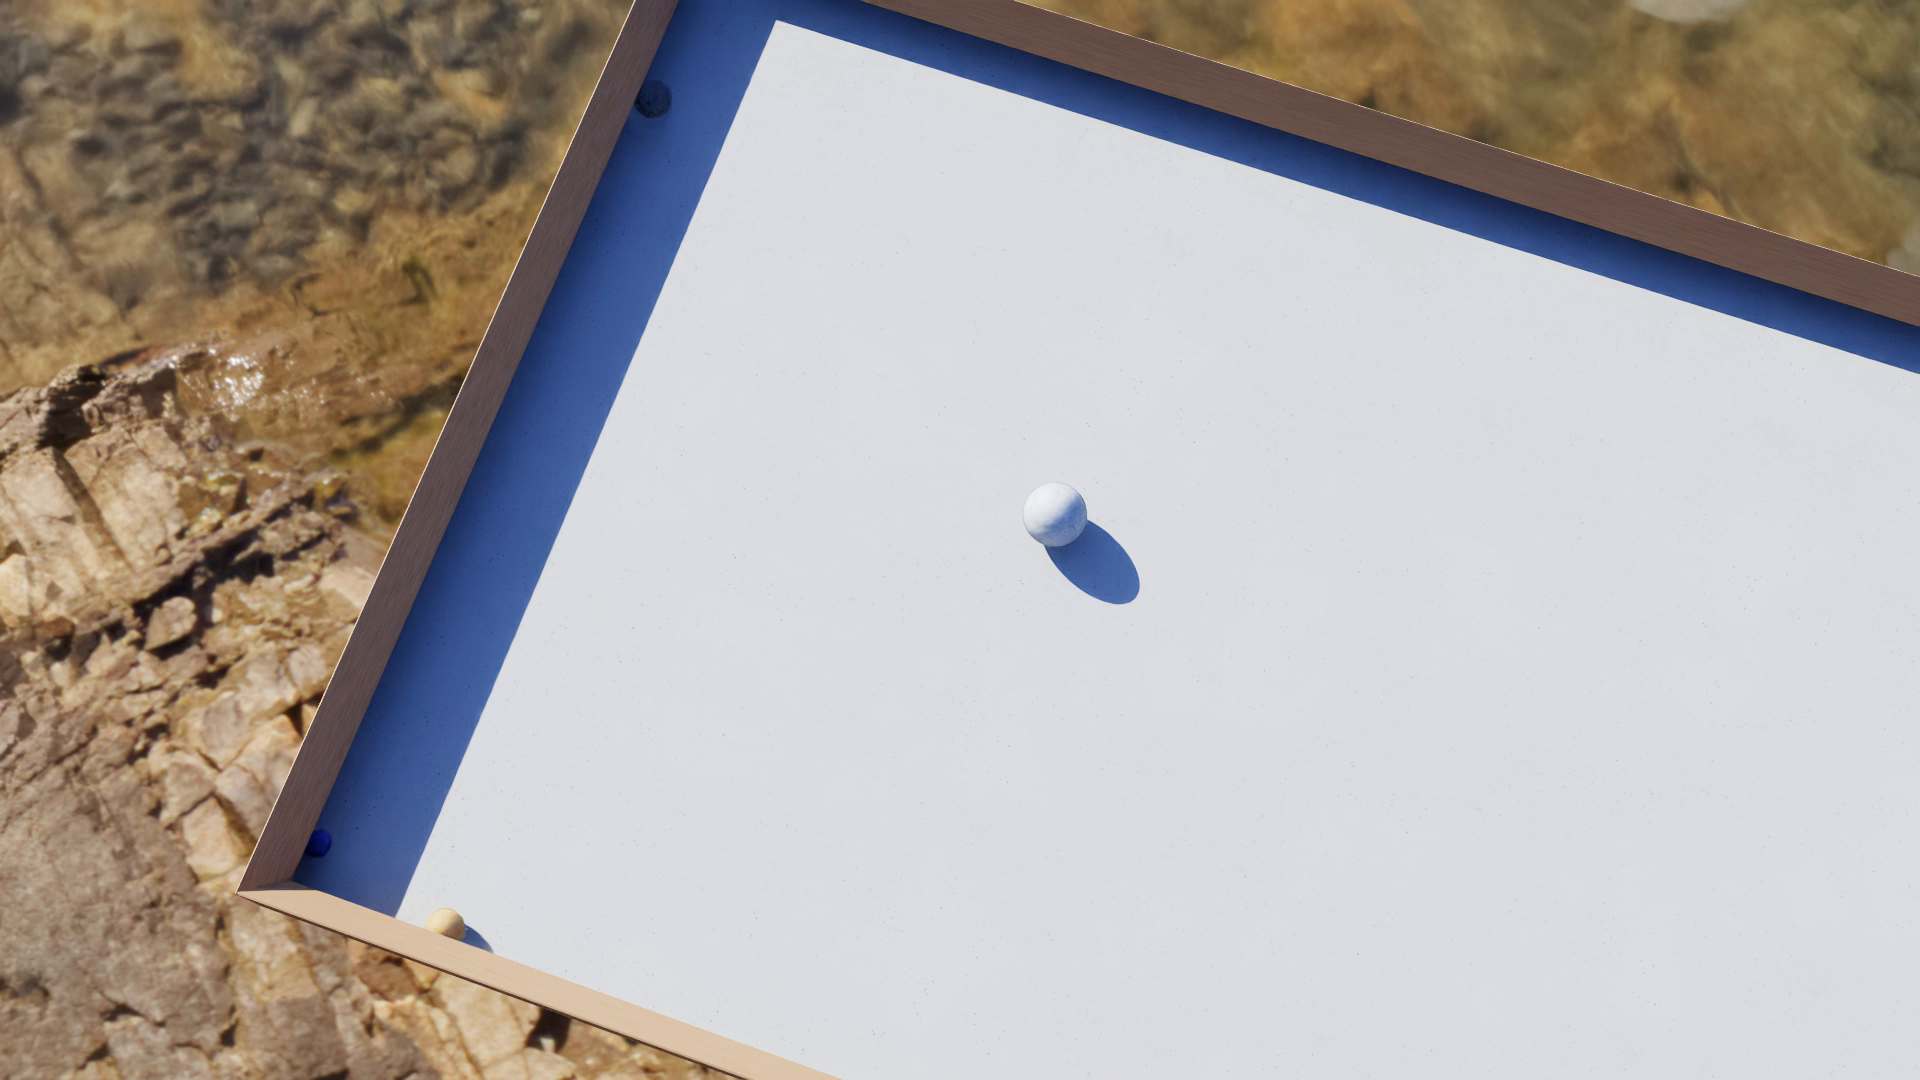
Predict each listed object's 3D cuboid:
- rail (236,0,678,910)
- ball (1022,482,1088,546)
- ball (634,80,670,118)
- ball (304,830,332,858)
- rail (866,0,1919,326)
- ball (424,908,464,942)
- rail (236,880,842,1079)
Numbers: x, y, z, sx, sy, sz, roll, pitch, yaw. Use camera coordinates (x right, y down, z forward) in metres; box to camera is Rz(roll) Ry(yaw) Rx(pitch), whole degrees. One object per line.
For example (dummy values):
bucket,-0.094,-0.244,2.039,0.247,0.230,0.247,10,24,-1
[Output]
rail,-0.726,-0.252,3.440,0.045,0.130,1.738,18,73,6
ball,0.146,-0.039,3.390,0.100,0.100,0.100,0,72,0
ball,-0.508,-0.726,3.628,0.061,0.061,0.061,0,72,0
ball,-0.956,0.451,3.264,0.043,0.043,0.043,0,72,0
rail,1.026,-0.523,3.526,3.168,0.130,0.045,18,73,6
ball,-0.755,0.568,3.219,0.058,0.058,0.058,0,72,0
rail,0.470,0.999,3.043,3.168,0.130,0.045,18,73,6
